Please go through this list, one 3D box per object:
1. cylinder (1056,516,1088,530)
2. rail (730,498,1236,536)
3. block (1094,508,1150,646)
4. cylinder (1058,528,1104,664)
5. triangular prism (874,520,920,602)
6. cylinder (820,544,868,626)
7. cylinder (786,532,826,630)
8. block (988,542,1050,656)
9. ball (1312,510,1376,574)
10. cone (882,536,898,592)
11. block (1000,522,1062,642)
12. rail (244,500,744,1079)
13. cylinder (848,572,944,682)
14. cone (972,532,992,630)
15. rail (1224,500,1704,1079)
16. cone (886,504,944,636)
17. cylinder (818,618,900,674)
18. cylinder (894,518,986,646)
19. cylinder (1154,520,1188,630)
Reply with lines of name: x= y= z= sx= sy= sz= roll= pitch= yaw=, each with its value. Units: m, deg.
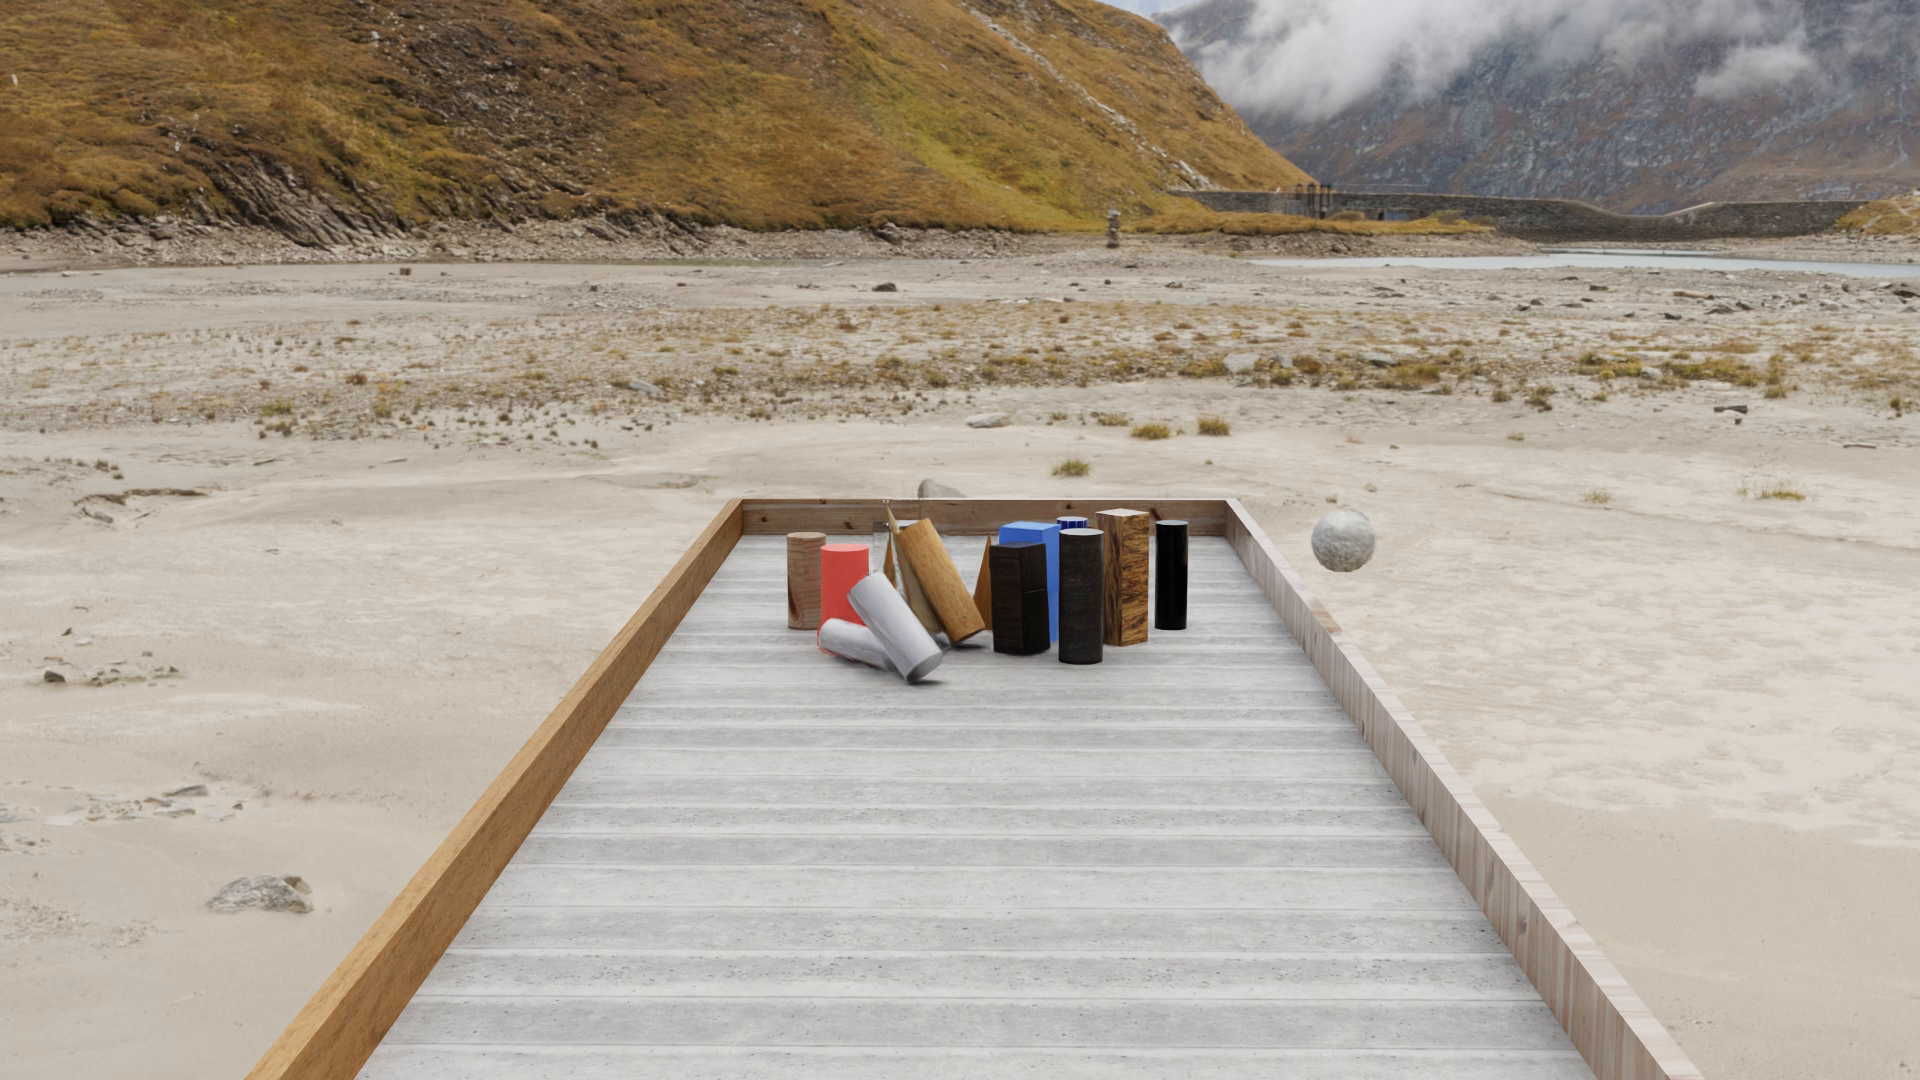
cylinder: x=0.367 y=0.105 z=7.218 sx=0.101 sy=0.353 sz=0.101 roll=0 pitch=9 yaw=0
rail: x=0.099 y=-0.098 z=9.147 sx=2.100 sy=0.150 sz=0.050 roll=0 pitch=9 yaw=1
block: x=0.510 y=0.117 z=6.948 sx=0.122 sy=0.413 sz=0.122 roll=-8 pitch=12 yaw=-43
cylinder: x=0.367 y=0.170 z=6.669 sx=0.134 sy=0.396 sz=0.134 roll=0 pitch=9 yaw=0
triangular prism: x=-0.182 y=0.114 z=7.184 sx=0.133 sy=0.346 sz=0.154 roll=-7 pitch=12 yaw=-39
cylinder: x=-0.362 y=0.175 z=6.920 sx=0.150 sy=0.307 sz=0.150 roll=0 pitch=9 yaw=0
cylinder: x=-0.501 y=0.134 z=7.193 sx=0.129 sy=0.304 sz=0.129 roll=0 pitch=9 yaw=0
block: x=0.185 y=0.178 z=6.802 sx=0.125 sy=0.331 sz=0.125 roll=3 pitch=9 yaw=44
ball: x=1.260 y=0.005 z=7.236 sx=0.207 sy=0.207 sz=0.207 roll=0 pitch=9 yaw=0
cone: x=-0.220 y=0.163 z=6.723 sx=0.114 sy=0.381 sz=0.114 roll=2 pitch=1 yaw=0
block: x=0.220 y=0.138 z=6.950 sx=0.147 sy=0.370 sz=0.147 roll=4 pitch=9 yaw=26
rail: x=-1.004 y=0.839 z=3.234 sx=0.050 sy=0.150 sz=12.000 roll=0 pitch=9 yaw=1
cylinder: x=-0.189 y=0.254 z=6.425 sx=0.132 sy=0.132 sz=0.311 roll=-11 pitch=57 yaw=-50
cone: x=0.096 y=0.127 z=7.208 sx=0.149 sy=0.312 sz=0.149 roll=0 pitch=9 yaw=0
rail: x=1.046 y=0.843 z=3.208 sx=0.050 sy=0.150 sz=12.000 roll=0 pitch=9 yaw=1
cone: x=-0.164 y=0.085 z=6.989 sx=0.116 sy=0.460 sz=0.116 roll=-19 pitch=-7 yaw=-3
cylinder: x=-0.285 y=0.317 z=6.633 sx=0.108 sy=0.108 sz=0.328 roll=-7 pitch=13 yaw=-39
cylinder: x=-0.060 y=0.131 z=6.917 sx=0.124 sy=0.388 sz=0.124 roll=-27 pitch=-8 yaw=-4
cylinder: x=0.690 y=0.115 z=7.179 sx=0.108 sy=0.346 sz=0.108 roll=0 pitch=9 yaw=0
